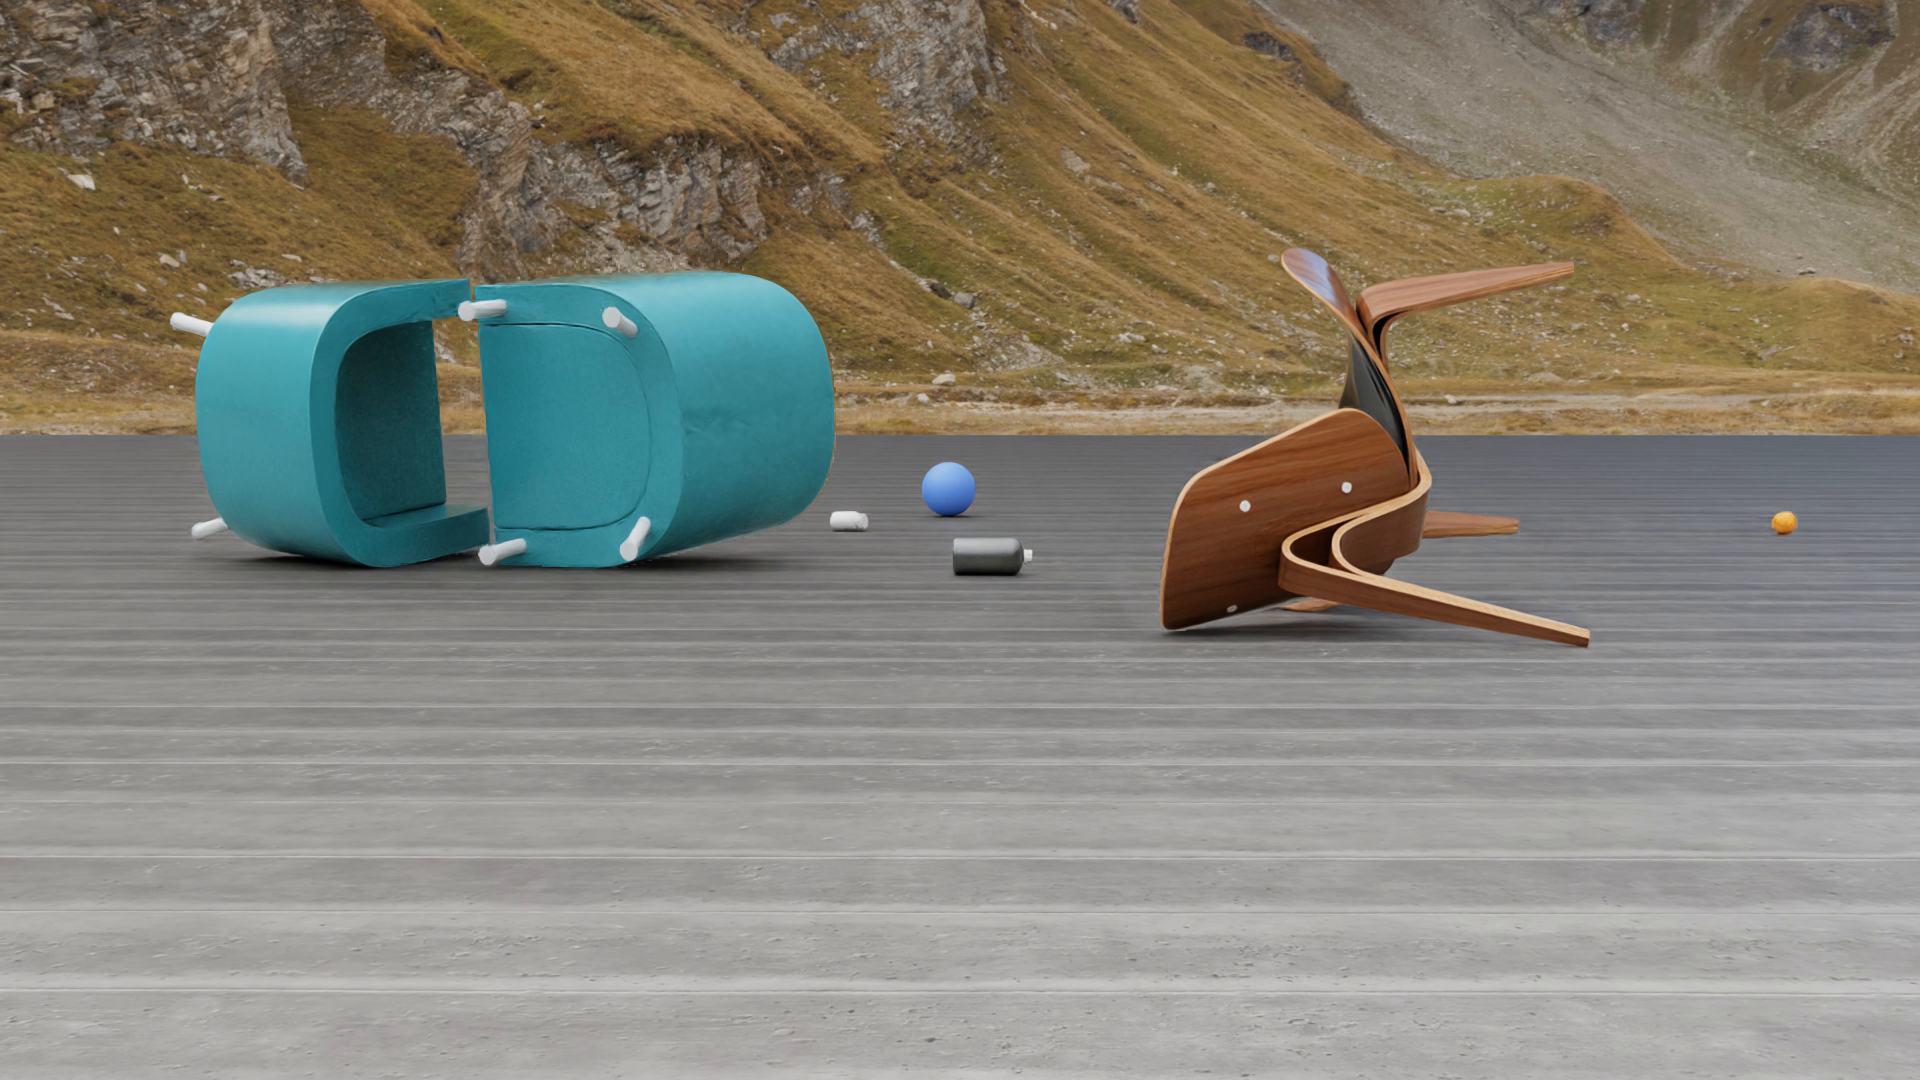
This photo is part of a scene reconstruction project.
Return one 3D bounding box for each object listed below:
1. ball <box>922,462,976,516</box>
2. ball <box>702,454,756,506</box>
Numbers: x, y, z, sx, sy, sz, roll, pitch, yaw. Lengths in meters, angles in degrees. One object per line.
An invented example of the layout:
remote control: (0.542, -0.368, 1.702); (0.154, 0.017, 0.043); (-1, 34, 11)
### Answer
ball: (-0.040, -0.179, 7.756); (0.192, 0.192, 0.192); (0, 4, 0)
ball: (-0.887, -0.231, 8.431); (0.202, 0.202, 0.202); (0, 4, 0)
